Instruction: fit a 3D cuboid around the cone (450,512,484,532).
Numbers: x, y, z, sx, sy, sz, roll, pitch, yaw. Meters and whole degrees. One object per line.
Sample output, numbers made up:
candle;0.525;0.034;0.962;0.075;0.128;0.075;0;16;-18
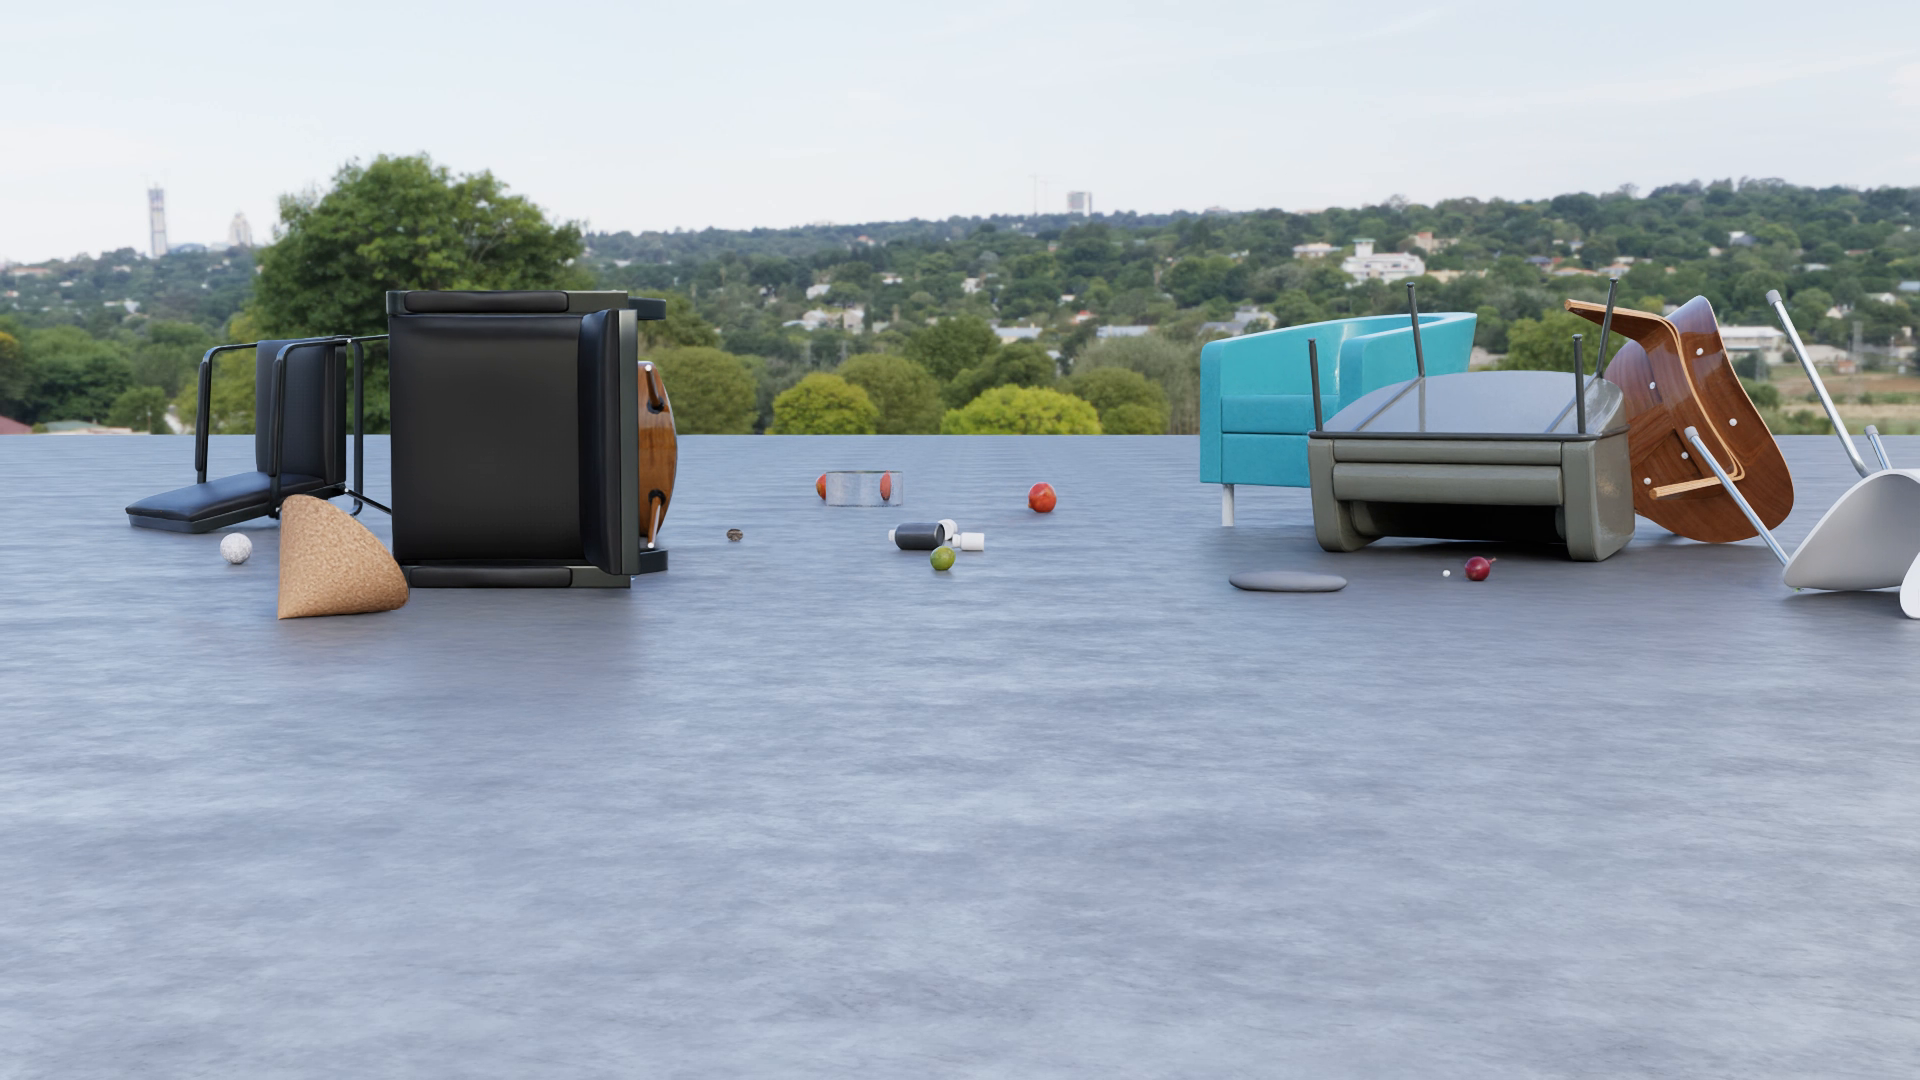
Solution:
cone;-1.546;-0.042;6.934;0.122;0.077;0.047;6;-33;24

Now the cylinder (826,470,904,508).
cylinder;-0.368;-0.198;8.487;0.300;0.129;0.295;-3;5;-38

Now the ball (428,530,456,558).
ball;-1.375;0.011;5.839;0.075;0.075;0.075;0;4;0

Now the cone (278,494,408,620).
cone;-1.280;0.090;4.341;0.325;0.308;0.196;5;45;39

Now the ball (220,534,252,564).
ball;-1.858;0.022;5.646;0.080;0.080;0.080;0;4;0

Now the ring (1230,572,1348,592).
ring;0.731;0.093;4.909;0.264;0.039;0.108;1;5;14
